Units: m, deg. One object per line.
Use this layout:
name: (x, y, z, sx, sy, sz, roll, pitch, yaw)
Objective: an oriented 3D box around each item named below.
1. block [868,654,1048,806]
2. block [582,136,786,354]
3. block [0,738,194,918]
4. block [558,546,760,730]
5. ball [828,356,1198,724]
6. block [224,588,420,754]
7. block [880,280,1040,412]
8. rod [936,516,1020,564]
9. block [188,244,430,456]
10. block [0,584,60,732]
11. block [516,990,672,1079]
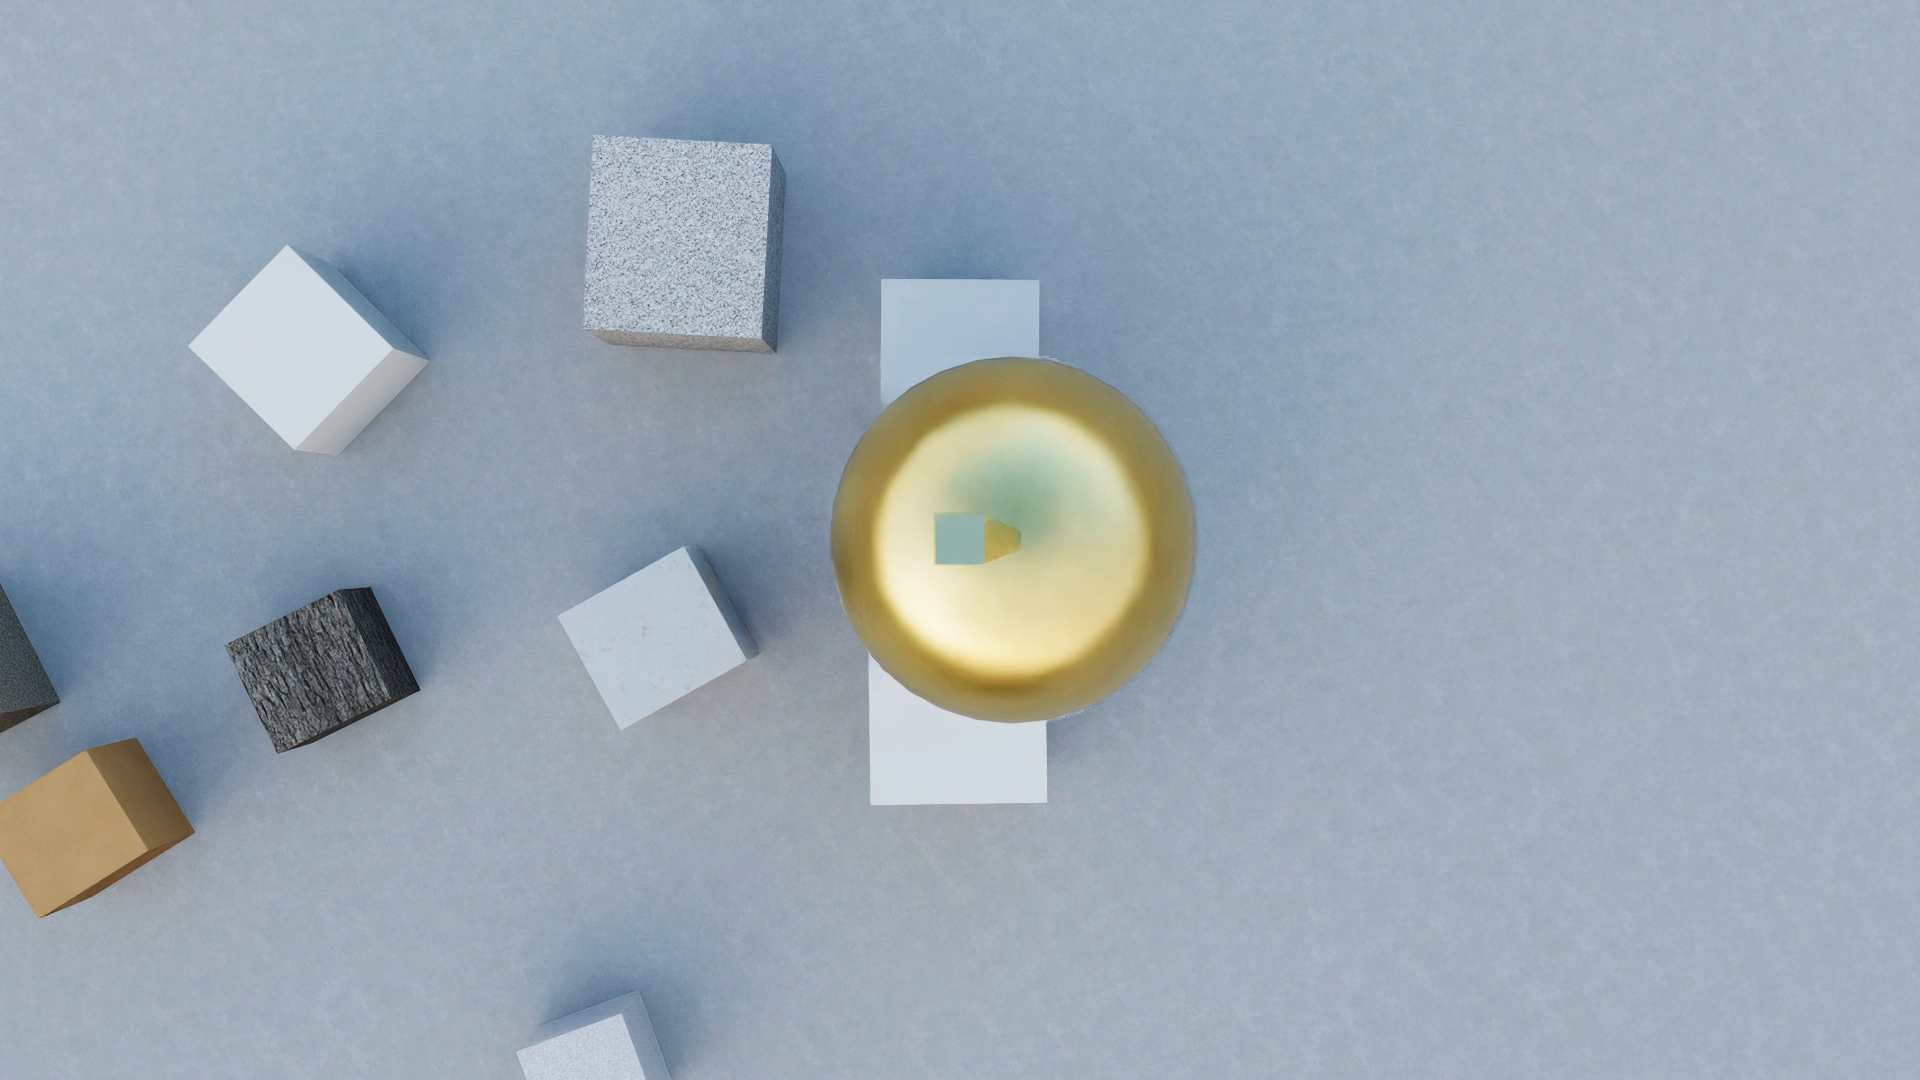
block: (-0.011, 0.904, 11.463, 0.886, 0.860, 0.840, -1, 90, 0)
block: (-1.544, -1.656, 12.503, 0.977, 0.995, 1.060, 3, 90, 0)
block: (-5.001, 1.639, 12.623, 0.723, 0.754, 0.663, -32, 90, 0)
block: (-1.710, 0.546, 12.607, 0.803, 0.785, 0.726, -29, 90, 0)
ball: (0.231, 0.000, 9.568, 1.600, 1.600, 1.600, 0, 90, 0)
block: (-3.657, 0.740, 12.667, 0.713, 0.667, 0.679, -26, 90, 0)
block: (-0.001, -0.956, 12.495, 0.860, 1.010, 0.930, 0, 90, 0)
rod: (0.100, 0.000, 6.170, 0.080, 5.200, 0.080, 0, 90, 2)
block: (-3.700, -1.066, 12.577, 0.822, 0.845, 0.783, 44, 90, 0)
block: (-5.959, 0.816, 12.507, 1.019, 0.986, 0.839, -27, 90, 0)
block: (-2.096, 3.040, 12.673, 0.630, 0.654, 0.585, -20, 90, 0)
